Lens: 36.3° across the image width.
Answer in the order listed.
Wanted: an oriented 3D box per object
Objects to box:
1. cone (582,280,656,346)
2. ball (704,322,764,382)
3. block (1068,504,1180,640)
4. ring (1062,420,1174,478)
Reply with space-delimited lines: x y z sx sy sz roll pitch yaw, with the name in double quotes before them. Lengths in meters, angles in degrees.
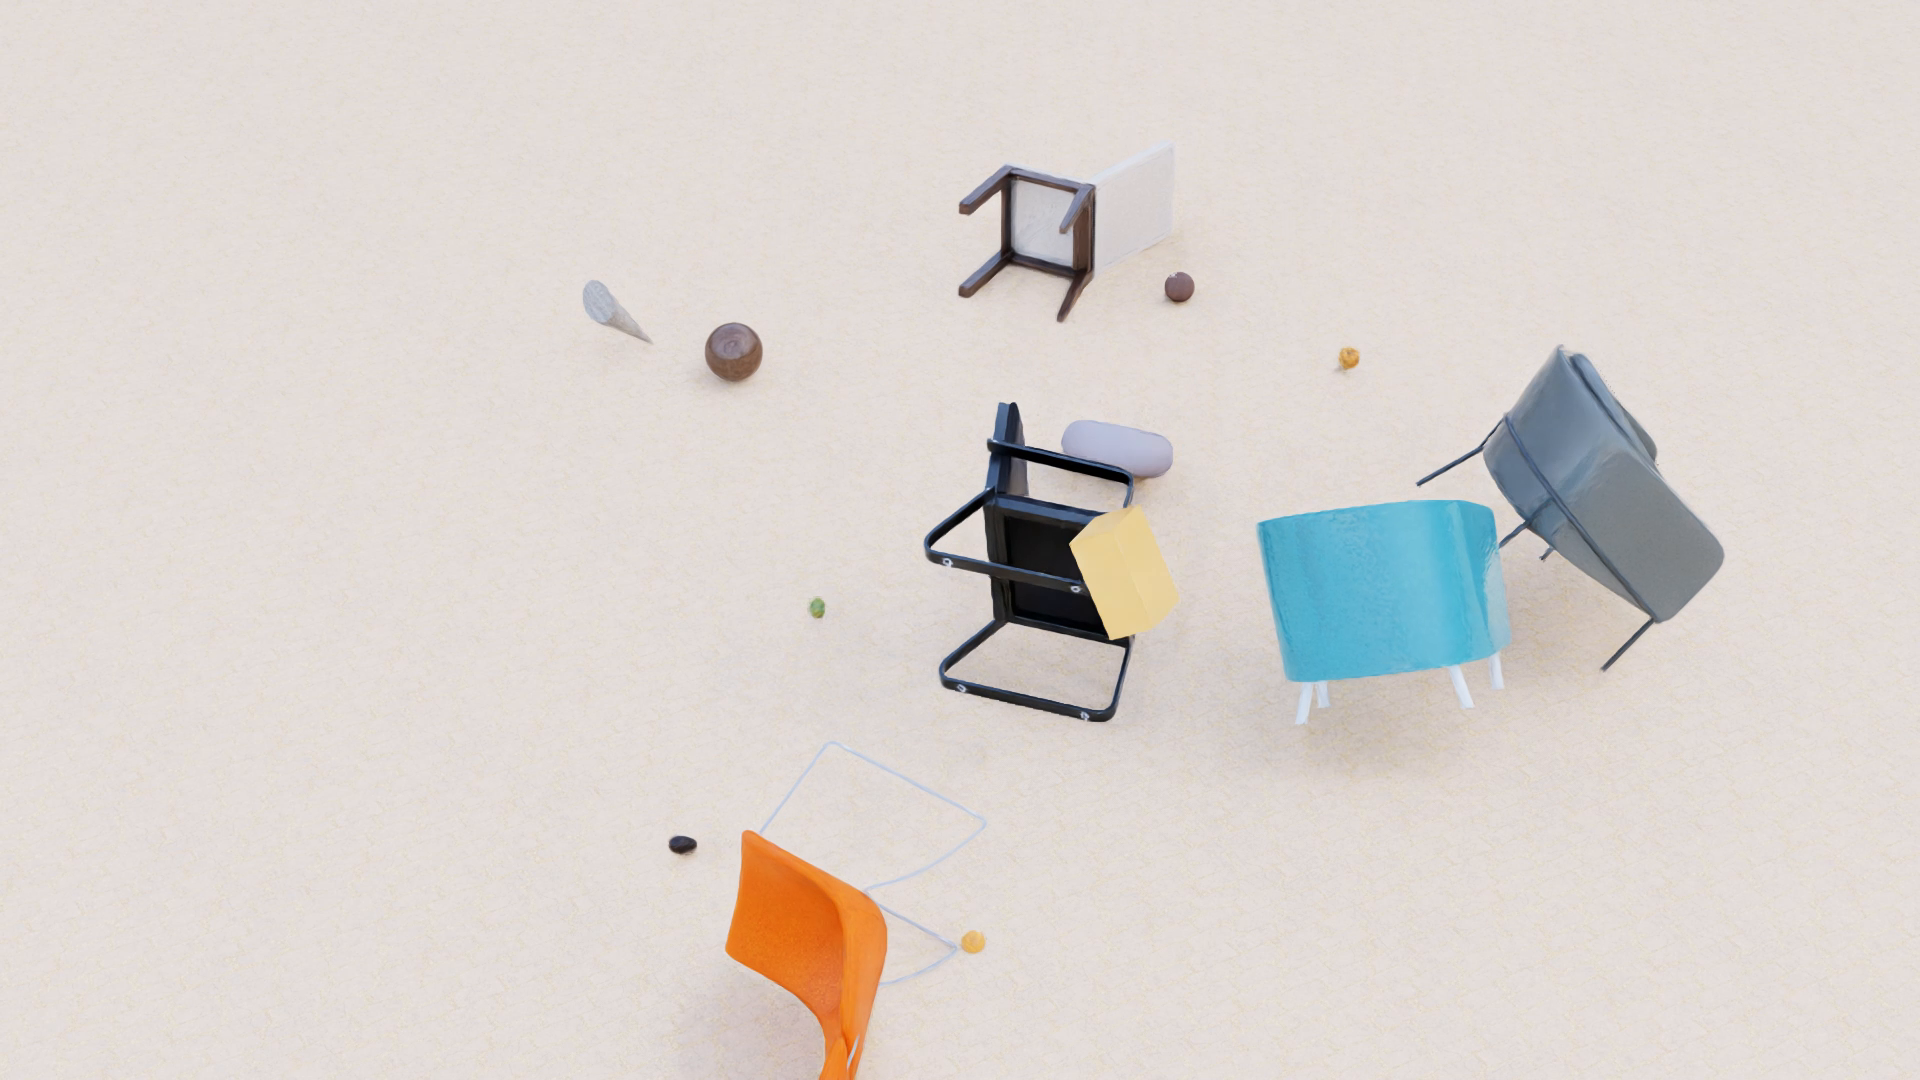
"cone" -1.369 -0.889 12.057 0.131 0.351 0.315 -45 40 9
"ball" -0.916 -0.763 11.885 0.240 0.240 0.240 0 33 0
"block" 0.534 0.103 9.480 0.164 0.350 0.245 -17 13 31
"ring" 0.602 -0.350 11.208 0.404 0.163 0.478 7 7 -36
